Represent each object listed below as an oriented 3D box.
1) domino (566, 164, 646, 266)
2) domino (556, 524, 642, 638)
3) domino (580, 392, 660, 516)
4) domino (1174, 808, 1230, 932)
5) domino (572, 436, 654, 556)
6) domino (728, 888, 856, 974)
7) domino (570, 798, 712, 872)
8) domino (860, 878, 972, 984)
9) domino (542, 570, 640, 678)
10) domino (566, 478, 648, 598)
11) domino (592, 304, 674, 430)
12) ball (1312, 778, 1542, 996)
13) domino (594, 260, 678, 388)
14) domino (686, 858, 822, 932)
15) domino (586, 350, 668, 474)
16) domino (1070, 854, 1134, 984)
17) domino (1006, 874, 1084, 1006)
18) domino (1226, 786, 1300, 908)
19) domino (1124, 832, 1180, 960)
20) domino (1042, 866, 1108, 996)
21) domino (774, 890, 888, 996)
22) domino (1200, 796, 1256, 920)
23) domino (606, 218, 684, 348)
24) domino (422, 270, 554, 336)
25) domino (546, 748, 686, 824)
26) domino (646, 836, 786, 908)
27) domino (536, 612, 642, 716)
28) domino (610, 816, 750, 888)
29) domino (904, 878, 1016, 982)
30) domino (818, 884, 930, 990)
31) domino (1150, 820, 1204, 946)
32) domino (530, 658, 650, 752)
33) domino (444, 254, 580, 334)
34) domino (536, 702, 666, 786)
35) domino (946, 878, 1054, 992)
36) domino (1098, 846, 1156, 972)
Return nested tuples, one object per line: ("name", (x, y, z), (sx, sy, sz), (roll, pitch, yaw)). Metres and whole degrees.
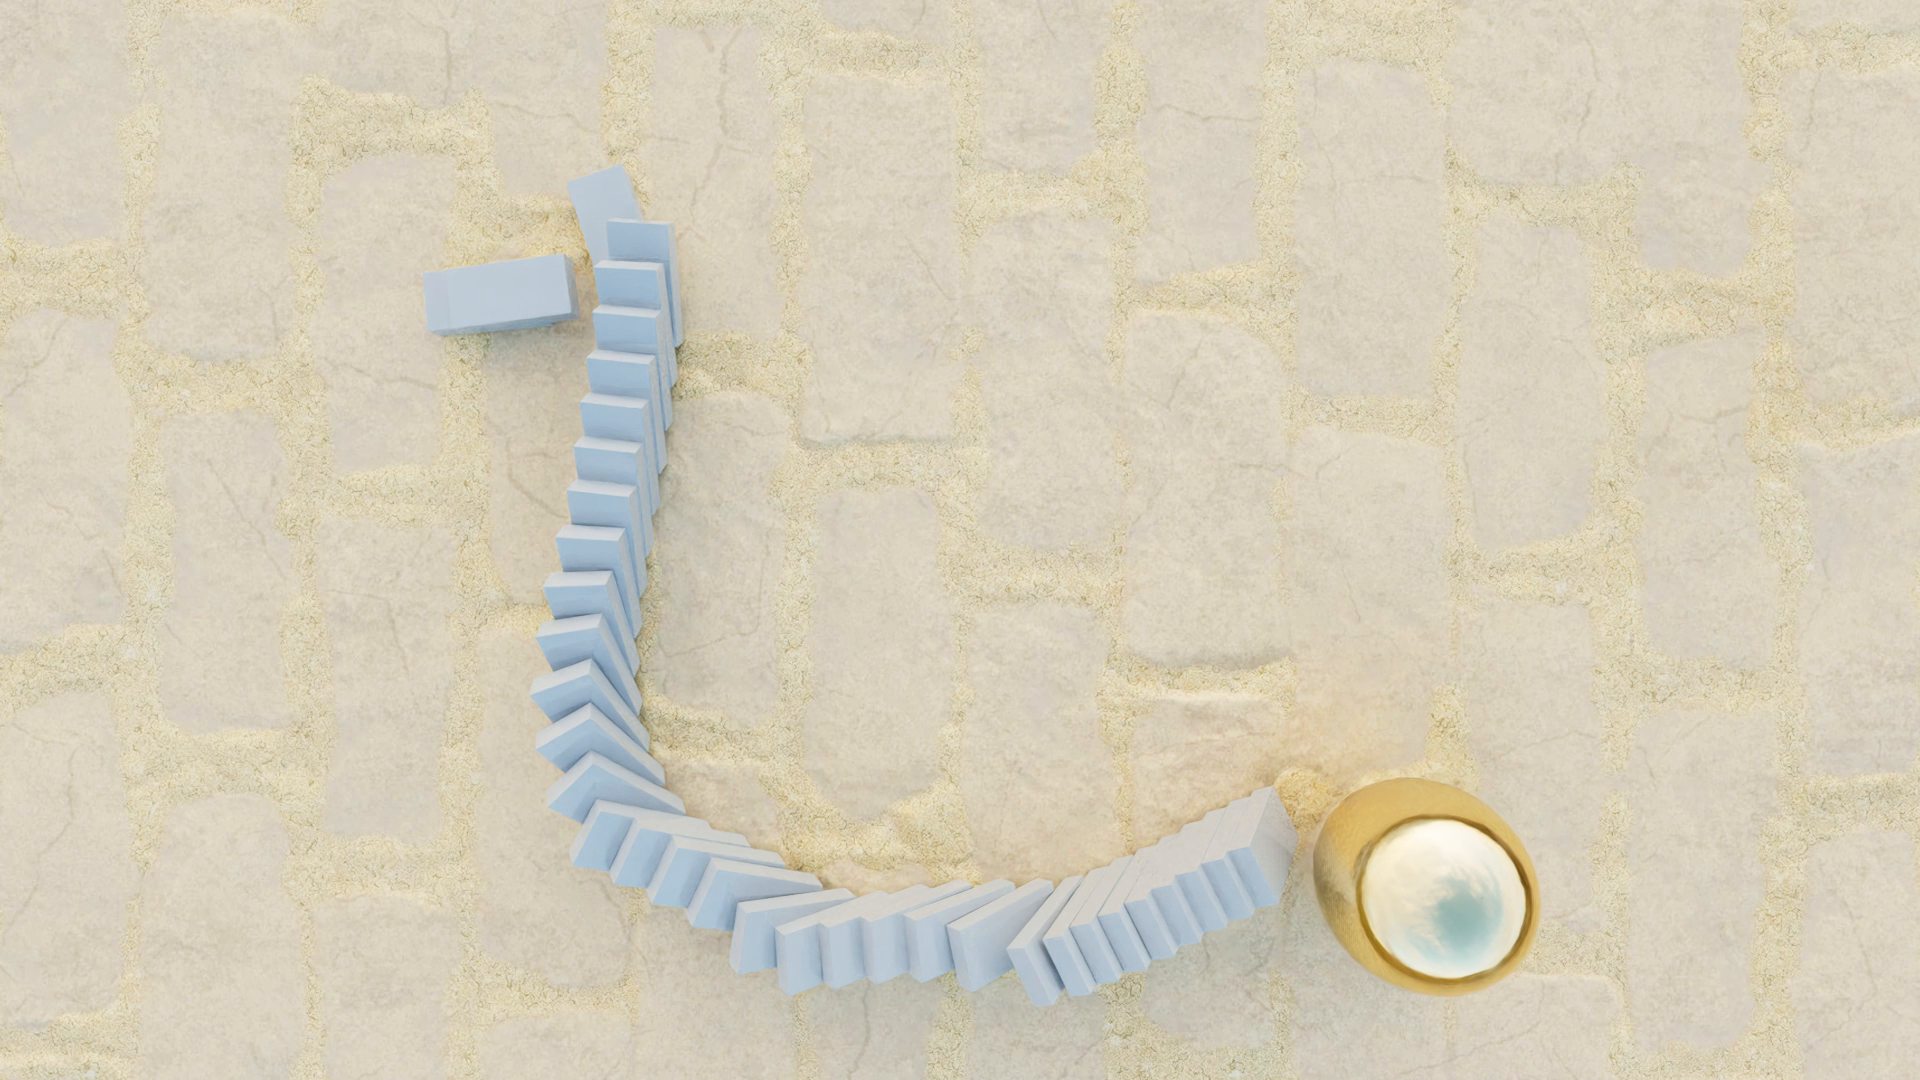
("domino", (-0.148, -0.133, 0.395), (0.025, 0.009, 0.050), (-19, 90, 0))
("domino", (-0.150, 0.018, 0.382), (0.025, 0.010, 0.050), (4, 123, 0))
("domino", (-0.141, -0.035, 0.383), (0.025, 0.009, 0.050), (6, 123, 0))
("domino", (0.105, 0.134, 0.376), (0.009, 0.050, 0.025), (-27, 90, 32))
("domino", (-0.144, -0.018, 0.383), (0.025, 0.010, 0.050), (6, 122, 0))
("domino", (-0.069, 0.162, 0.381), (0.050, 0.010, 0.025), (7, 92, -36))
("domino", (-0.132, 0.126, 0.381), (0.050, 0.010, 0.025), (26, 93, -35))
("domino", (-0.017, 0.162, 0.382), (0.050, 0.010, 0.025), (-6, 90, -35))
("domino", (-0.153, 0.036, 0.382), (0.025, 0.009, 0.050), (-2, 125, 0))
("domino", (-0.147, 0.000, 0.383), (0.025, 0.009, 0.050), (6, 122, 0))
("domino", (-0.136, -0.071, 0.382), (0.025, 0.010, 0.050), (5, 123, -1))
("ball", (0.181, 0.135, 0.360), (0.080, 0.080, 0.080), (0, 90, 0))
("domino", (-0.134, -0.089, 0.382), (0.025, 0.010, 0.050), (3, 123, 0))
("domino", (-0.085, 0.150, 0.382), (0.050, 0.009, 0.025), (25, 90, -34))
("domino", (-0.138, -0.053, 0.382), (0.025, 0.010, 0.050), (6, 123, 0))
("domino", (0.064, 0.155, 0.377), (0.009, 0.050, 0.025), (-26, 90, 33))
("domino", (0.041, 0.164, 0.378), (0.009, 0.050, 0.025), (-26, 90, 39))
("domino", (0.125, 0.125, 0.376), (0.010, 0.050, 0.025), (-27, 90, 32))
("domino", (0.085, 0.145, 0.376), (0.010, 0.050, 0.025), (-27, 90, 32))
("domino", (0.054, 0.160, 0.377), (0.009, 0.050, 0.025), (-26, 90, 34))
("domino", (-0.051, 0.167, 0.381), (0.050, 0.010, 0.025), (-6, 93, -35))
("domino", (0.115, 0.130, 0.376), (0.009, 0.050, 0.025), (-27, 90, 32))
("domino", (-0.132, -0.108, 0.385), (0.025, 0.009, 0.050), (3, 116, 0))
("domino", (-0.203, -0.104, 0.395), (0.050, 0.009, 0.025), (-5, 90, 0))
("domino", (-0.142, 0.109, 0.381), (0.025, 0.009, 0.050), (-44, 127, 0))
("domino", (-0.101, 0.140, 0.382), (0.050, 0.010, 0.025), (24, 91, -35))
("domino", (-0.154, 0.054, 0.382), (0.025, 0.009, 0.050), (-9, 125, 0))
("domino", (-0.116, 0.133, 0.381), (0.050, 0.010, 0.025), (24, 92, -35))
("domino", (0.001, 0.162, 0.382), (0.050, 0.009, 0.025), (-6, 90, -34))
("domino", (-0.033, 0.164, 0.382), (0.050, 0.010, 0.025), (-6, 91, -35))
("domino", (0.095, 0.140, 0.376), (0.009, 0.050, 0.025), (-27, 90, 32))
("domino", (-0.153, 0.073, 0.381), (0.025, 0.009, 0.050), (-20, 127, 0))
("domino", (-0.188, -0.103, 0.386), (0.050, 0.010, 0.025), (-8, 90, 0))
("domino", (-0.148, 0.091, 0.381), (0.025, 0.010, 0.050), (-30, 128, 0))
("domino", (0.020, 0.163, 0.382), (0.050, 0.010, 0.025), (-12, 91, -35))
("domino", (0.075, 0.150, 0.376), (0.009, 0.050, 0.025), (-26, 90, 33))
